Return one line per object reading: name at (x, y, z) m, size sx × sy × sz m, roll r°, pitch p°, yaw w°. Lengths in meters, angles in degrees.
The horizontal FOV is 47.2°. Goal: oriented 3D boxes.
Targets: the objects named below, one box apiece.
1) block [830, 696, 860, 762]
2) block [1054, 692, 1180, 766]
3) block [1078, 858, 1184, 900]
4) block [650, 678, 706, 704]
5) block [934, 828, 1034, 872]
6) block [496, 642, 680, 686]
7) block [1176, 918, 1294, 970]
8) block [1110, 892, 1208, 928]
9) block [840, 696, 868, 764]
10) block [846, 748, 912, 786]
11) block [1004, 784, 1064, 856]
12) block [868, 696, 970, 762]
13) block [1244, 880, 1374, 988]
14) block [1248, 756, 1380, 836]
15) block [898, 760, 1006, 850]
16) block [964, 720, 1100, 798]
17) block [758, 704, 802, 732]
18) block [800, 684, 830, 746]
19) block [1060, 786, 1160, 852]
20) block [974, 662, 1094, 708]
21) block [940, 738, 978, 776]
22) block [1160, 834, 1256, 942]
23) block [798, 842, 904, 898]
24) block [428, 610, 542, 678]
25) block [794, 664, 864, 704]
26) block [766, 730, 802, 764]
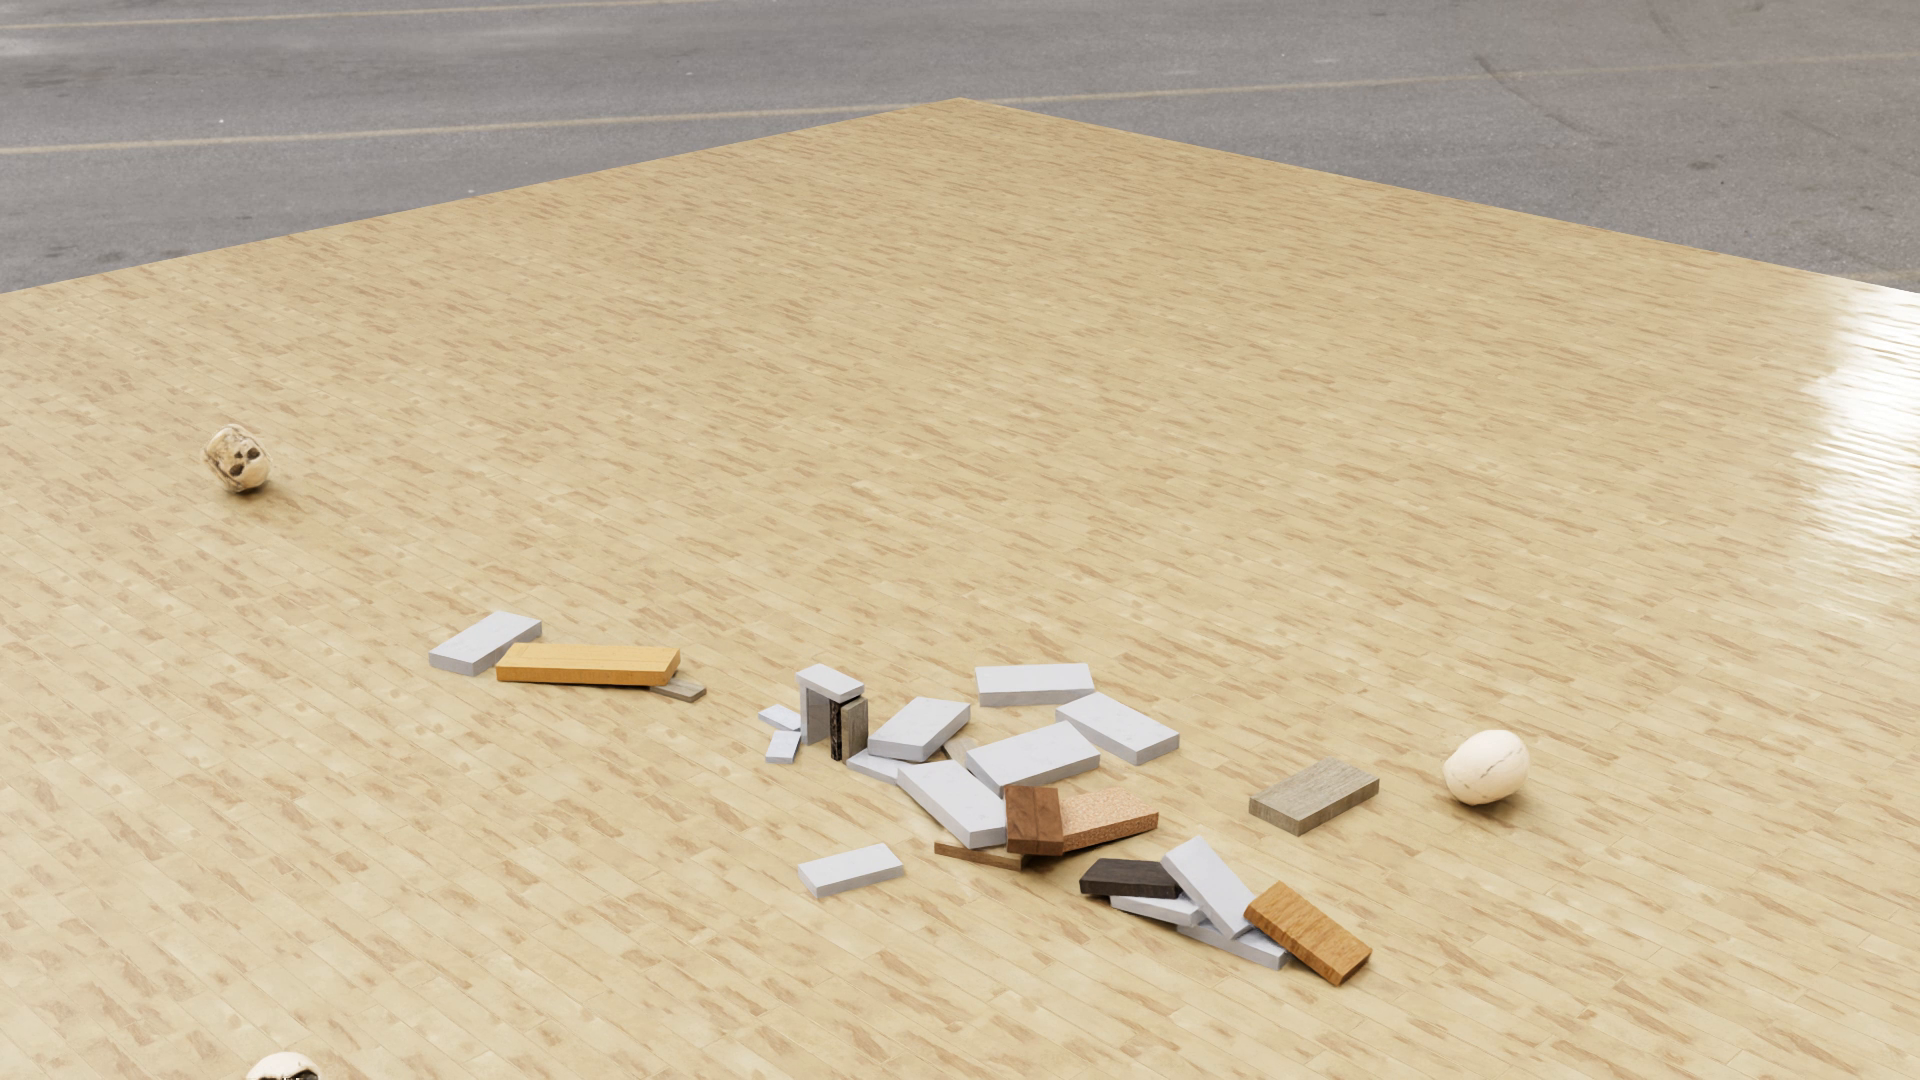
block at (-0.242, 0.391, 4.658) m, size 0.020 × 0.142 × 0.071 m, roll 21°, pitch 31°, yaw 40°
block at (0.339, 0.407, 4.756) m, size 0.128 × 0.036 × 0.256 m, roll -18°, pitch 29°, yaw -36°
block at (0.333, 0.637, 4.139) m, size 0.194 × 0.028 × 0.097 m, roll -1°, pitch 18°, yaw 29°
block at (-0.634, 0.336, 4.947) m, size 0.116 × 0.016 × 0.058 m, roll 13°, pitch 26°, yaw 28°
block at (0.051, 0.600, 4.314) m, size 0.182 × 0.026 × 0.091 m, roll 9°, pitch 25°, yaw 21°
block at (-0.848, 0.283, 5.023) m, size 0.396 × 0.036 × 0.128 m, roll 1°, pitch 22°, yaw 9°
block at (0.517, 0.717, 4.032) m, size 0.212 × 0.030 × 0.106 m, roll 16°, pitch 28°, yaw 34°
block at (0.385, 0.670, 4.093) m, size 0.194 × 0.028 × 0.097 m, roll 6°, pitch 22°, yaw 45°
block at (-0.221, 0.403, 4.640) m, size 0.019 × 0.133 × 0.067 m, roll 16°, pitch 28°, yaw 33°
block at (-0.165, 0.476, 4.614) m, size 0.133 × 0.019 × 0.067 m, roll 16°, pitch 28°, yaw 33°
block at (0.142, 0.544, 4.276) m, size 0.106 × 0.030 × 0.227 m, roll 4°, pitch 20°, yaw -2°
block at (-0.086, 0.405, 4.724) m, size 0.128 × 0.036 × 0.256 m, roll 6°, pitch 19°, yaw 23°
block at (0.628, 0.709, 3.968) m, size 0.212 × 0.030 × 0.106 m, roll 36°, pitch 38°, yaw 26°
block at (0.723, 0.521, 4.486) m, size 0.257 × 0.036 × 0.129 m, roll -20°, pitch 30°, yaw -38°
block at (0.002, 0.528, 4.420) m, size 0.129 × 0.036 × 0.342 m, roll -5°, pitch 18°, yaw -25°
block at (0.153, 0.459, 4.603) m, size 0.256 × 0.036 × 0.128 m, roll -14°, pitch 38°, yaw -30°
block at (-0.381, 0.394, 4.811) m, size 0.116 × 0.016 × 0.058 m, roll 21°, pitch 30°, yaw 40°
block at (-0.309, 0.365, 4.720) m, size 0.071 × 0.142 × 0.020 m, roll -21°, pitch 31°, yaw -41°
block at (0.254, 0.555, 4.372) m, size 0.257 × 0.036 × 0.129 m, roll -9°, pitch 24°, yaw -34°
block at (0.167, 0.326, 4.946) m, size 0.256 × 0.036 × 0.128 m, roll -2°, pitch 23°, yaw -5°
block at (0.012, 0.461, 4.651) m, size 0.067 × 0.019 × 0.133 m, roll -7°, pitch 24°, yaw -17°
block at (0.466, 0.637, 4.035) m, size 0.097 × 0.028 × 0.194 m, roll -21°, pitch 58°, yaw -40°
block at (-0.211, 0.635, 4.230) m, size 0.182 × 0.026 × 0.091 m, roll -11°, pitch 25°, yaw -25°
block at (-1.108, 0.241, 5.146) m, size 0.128 × 0.036 × 0.256 m, roll 11°, pitch 25°, yaw 25°
block at (-0.276, 0.303, 4.657) m, size 0.071 × 0.020 × 0.142 m, roll -21°, pitch 31°, yaw -41°
block at (-0.376, 0.443, 4.696) m, size 0.058 × 0.016 × 0.116 m, roll 2°, pitch 23°, yaw 5°
